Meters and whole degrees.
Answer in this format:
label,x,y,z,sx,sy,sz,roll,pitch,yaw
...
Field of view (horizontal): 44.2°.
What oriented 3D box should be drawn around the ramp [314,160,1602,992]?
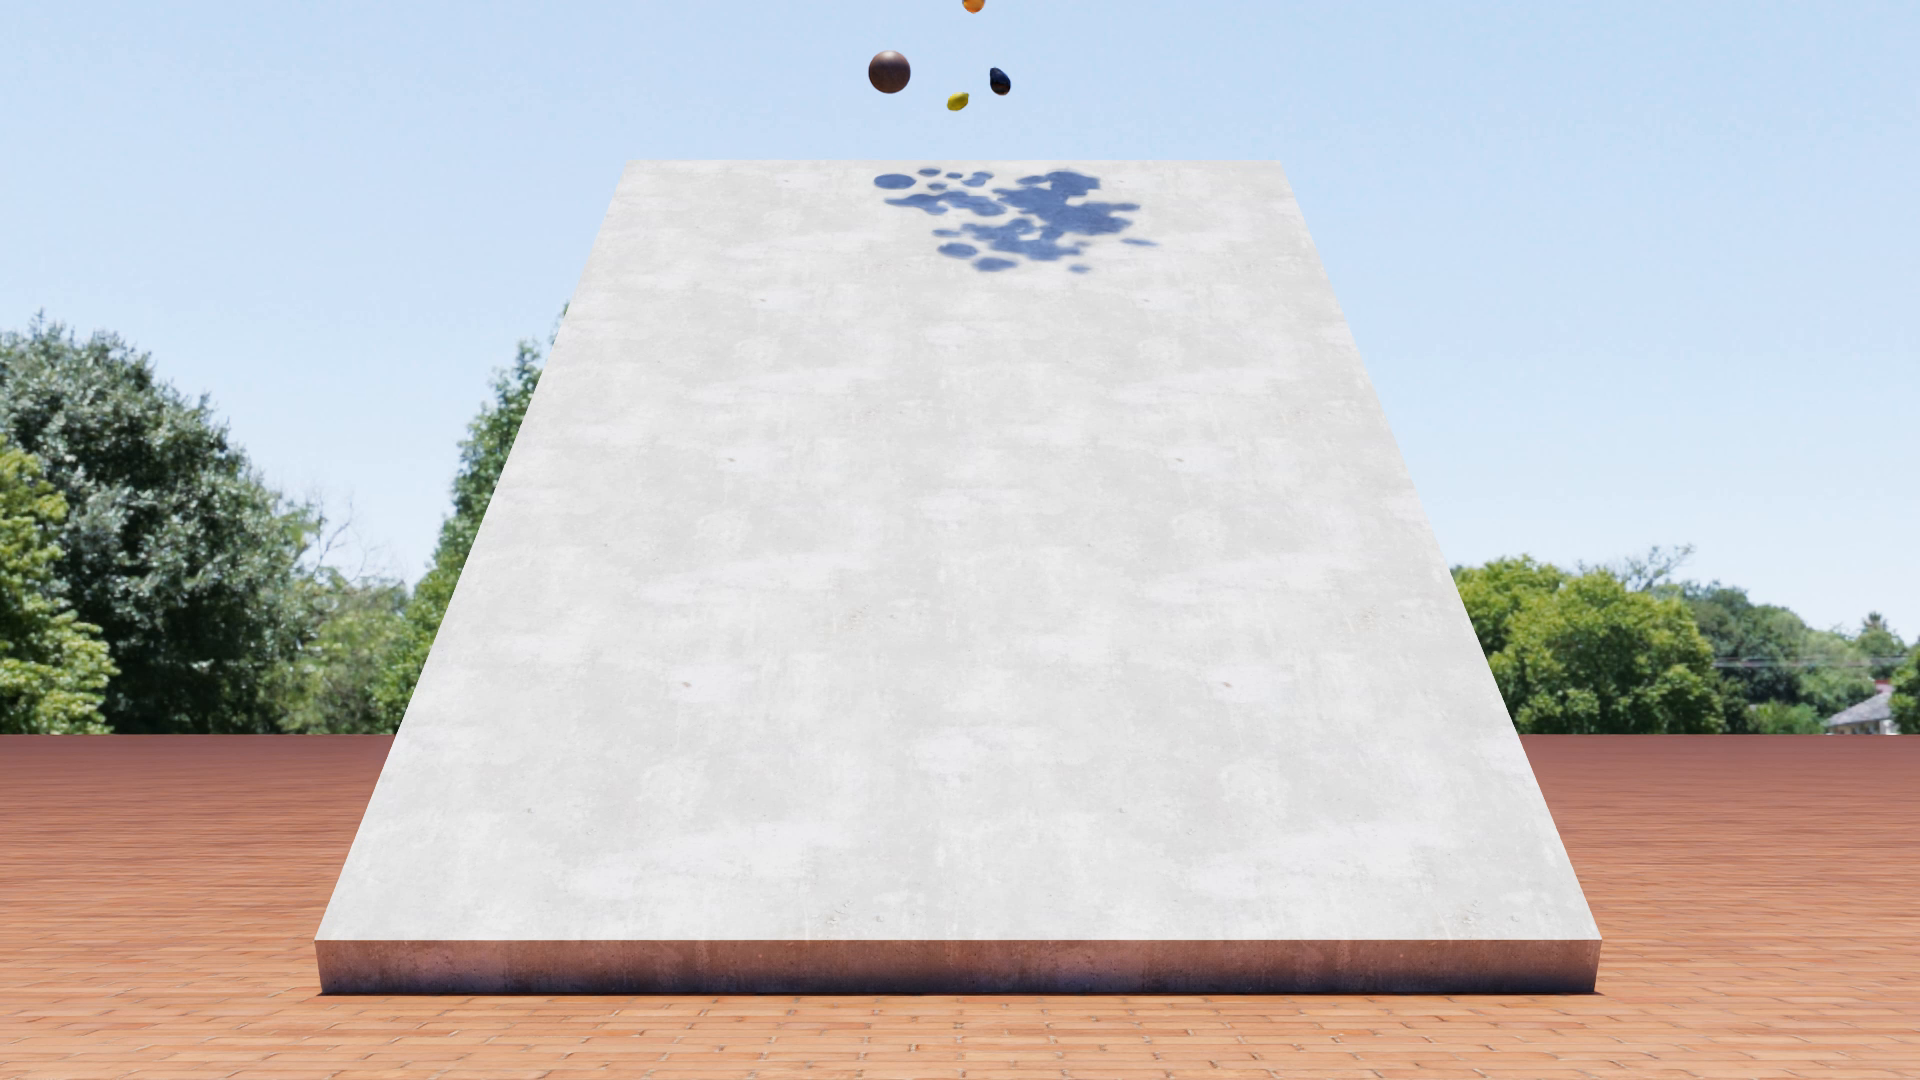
label,x,y,z,sx,sy,sz,roll,pitch,yaw
ramp,-0.010,-0.228,5.483,2.000,0.100,4.000,0,27,0
